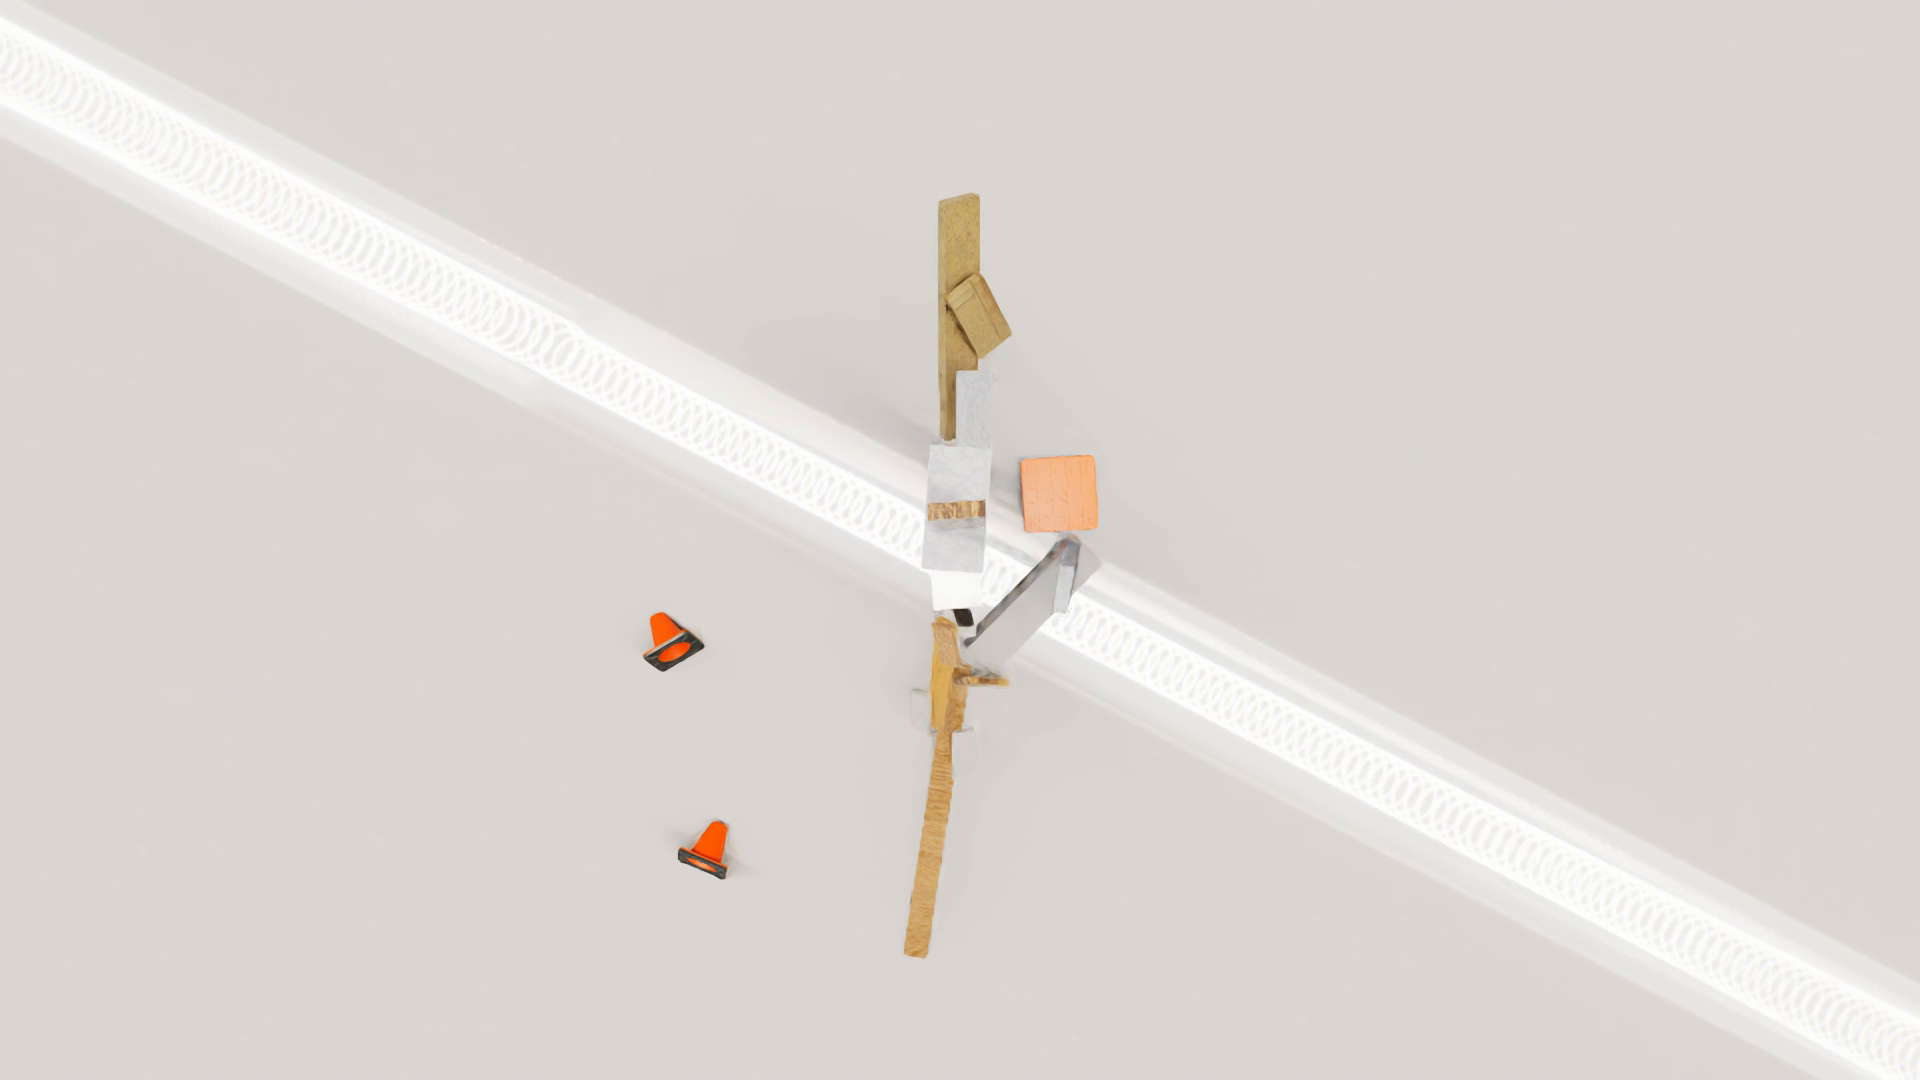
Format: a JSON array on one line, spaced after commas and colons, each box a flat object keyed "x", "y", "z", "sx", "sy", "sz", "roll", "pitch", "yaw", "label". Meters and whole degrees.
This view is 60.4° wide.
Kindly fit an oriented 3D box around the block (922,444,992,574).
[{"x": -0.009, "y": -0.083, "z": 4.474, "sx": 0.169, "sy": 0.048, "sz": 0.338, "roll": 4, "pitch": 90, "yaw": 0, "label": "block"}]

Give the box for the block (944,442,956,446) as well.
[{"x": 0.005, "y": -0.196, "z": 4.950, "sx": 0.099, "sy": 0.028, "sz": 0.199, "roll": 0, "pitch": 90, "yaw": 0, "label": "block"}]

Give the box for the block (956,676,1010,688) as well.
[{"x": 0.074, "y": 0.468, "z": 5.427, "sx": 0.157, "sy": 0.078, "sz": 0.022, "roll": 6, "pitch": 80, "yaw": -28, "label": "block"}]

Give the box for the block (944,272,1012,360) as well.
[{"x": 0.054, "y": -0.647, "z": 4.765, "sx": 0.123, "sy": 0.246, "sz": 0.035, "roll": -38, "pitch": 48, "yaw": -5, "label": "block"}]

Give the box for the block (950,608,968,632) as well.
[{"x": -0.003, "y": 0.247, "z": 5.228, "sx": 0.052, "sy": 0.015, "sz": 0.104, "roll": -6, "pitch": 124, "yaw": 0, "label": "block"}]

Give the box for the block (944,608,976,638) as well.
[{"x": -0.002, "y": 0.207, "z": 5.277, "sx": 0.104, "sy": 0.029, "sz": 0.208, "roll": 0, "pitch": 90, "yaw": 0, "label": "block"}]

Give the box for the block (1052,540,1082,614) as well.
[{"x": 0.331, "y": 0.112, "z": 5.081, "sx": 0.042, "sy": 0.295, "sz": 0.148, "roll": 10, "pitch": 106, "yaw": 6, "label": "block"}]

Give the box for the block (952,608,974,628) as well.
[{"x": 0.007, "y": 0.228, "z": 5.188, "sx": 0.052, "sy": 0.015, "sz": 0.104, "roll": -6, "pitch": 125, "yaw": 19, "label": "block"}]

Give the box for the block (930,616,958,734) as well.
[{"x": -0.059, "y": 0.440, "z": 5.336, "sx": 0.072, "sy": 0.020, "sz": 0.451, "roll": 31, "pitch": 133, "yaw": 30, "label": "block"}]

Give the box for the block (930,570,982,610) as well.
[{"x": -0.016, "y": 0.058, "z": 4.856, "sx": 0.143, "sy": 0.041, "sz": 0.286, "roll": -4, "pitch": 90, "yaw": 0, "label": "block"}]

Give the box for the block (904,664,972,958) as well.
[{"x": -0.076, "y": 0.897, "z": 5.489, "sx": 0.078, "sy": 0.022, "sz": 0.985, "roll": 9, "pitch": 90, "yaw": 0, "label": "block"}]

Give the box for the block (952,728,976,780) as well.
[{"x": 0.012, "y": 0.708, "z": 5.457, "sx": 0.078, "sy": 0.022, "sz": 0.157, "roll": -7, "pitch": 99, "yaw": -33, "label": "block"}]

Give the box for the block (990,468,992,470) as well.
[{"x": 0.001, "y": -0.184, "z": 4.717, "sx": 0.169, "sy": 0.437, "sz": 0.048, "roll": 1, "pitch": 90, "yaw": 0, "label": "block"}]

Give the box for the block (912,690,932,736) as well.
[{"x": -0.126, "y": 0.568, "z": 5.441, "sx": 0.072, "sy": 0.020, "sz": 0.144, "roll": 18, "pitch": 123, "yaw": 29, "label": "block"}]

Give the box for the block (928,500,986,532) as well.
[{"x": -0.006, "y": -0.063, "z": 4.301, "sx": 0.148, "sy": 0.295, "sz": 0.042, "roll": -4, "pitch": 85, "yaw": 0, "label": "block"}]

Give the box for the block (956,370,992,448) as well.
[{"x": 0.041, "y": -0.361, "z": 4.747, "sx": 0.035, "sy": 0.123, "sz": 0.246, "roll": 3, "pitch": 93, "yaw": 38, "label": "block"}]

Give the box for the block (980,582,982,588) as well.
[{"x": -0.009, "y": 0.146, "z": 5.069, "sx": 0.143, "sy": 0.386, "sz": 0.041, "roll": -1, "pitch": 91, "yaw": 0, "label": "block"}]

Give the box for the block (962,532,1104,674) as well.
[{"x": 0.241, "y": 0.208, "z": 5.444, "sx": 0.516, "sy": 0.042, "sz": 0.148, "roll": -45, "pitch": 121, "yaw": 0, "label": "block"}]

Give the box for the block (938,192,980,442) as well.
[{"x": -0.004, "y": -0.638, "z": 4.794, "sx": 0.123, "sy": 0.035, "sz": 0.731, "roll": -22, "pitch": 126, "yaw": -33, "label": "block"}]

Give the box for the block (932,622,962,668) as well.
[{"x": -0.041, "y": 0.331, "z": 5.213, "sx": 0.072, "sy": 0.020, "sz": 0.144, "roll": 8, "pitch": 121, "yaw": 40, "label": "block"}]
